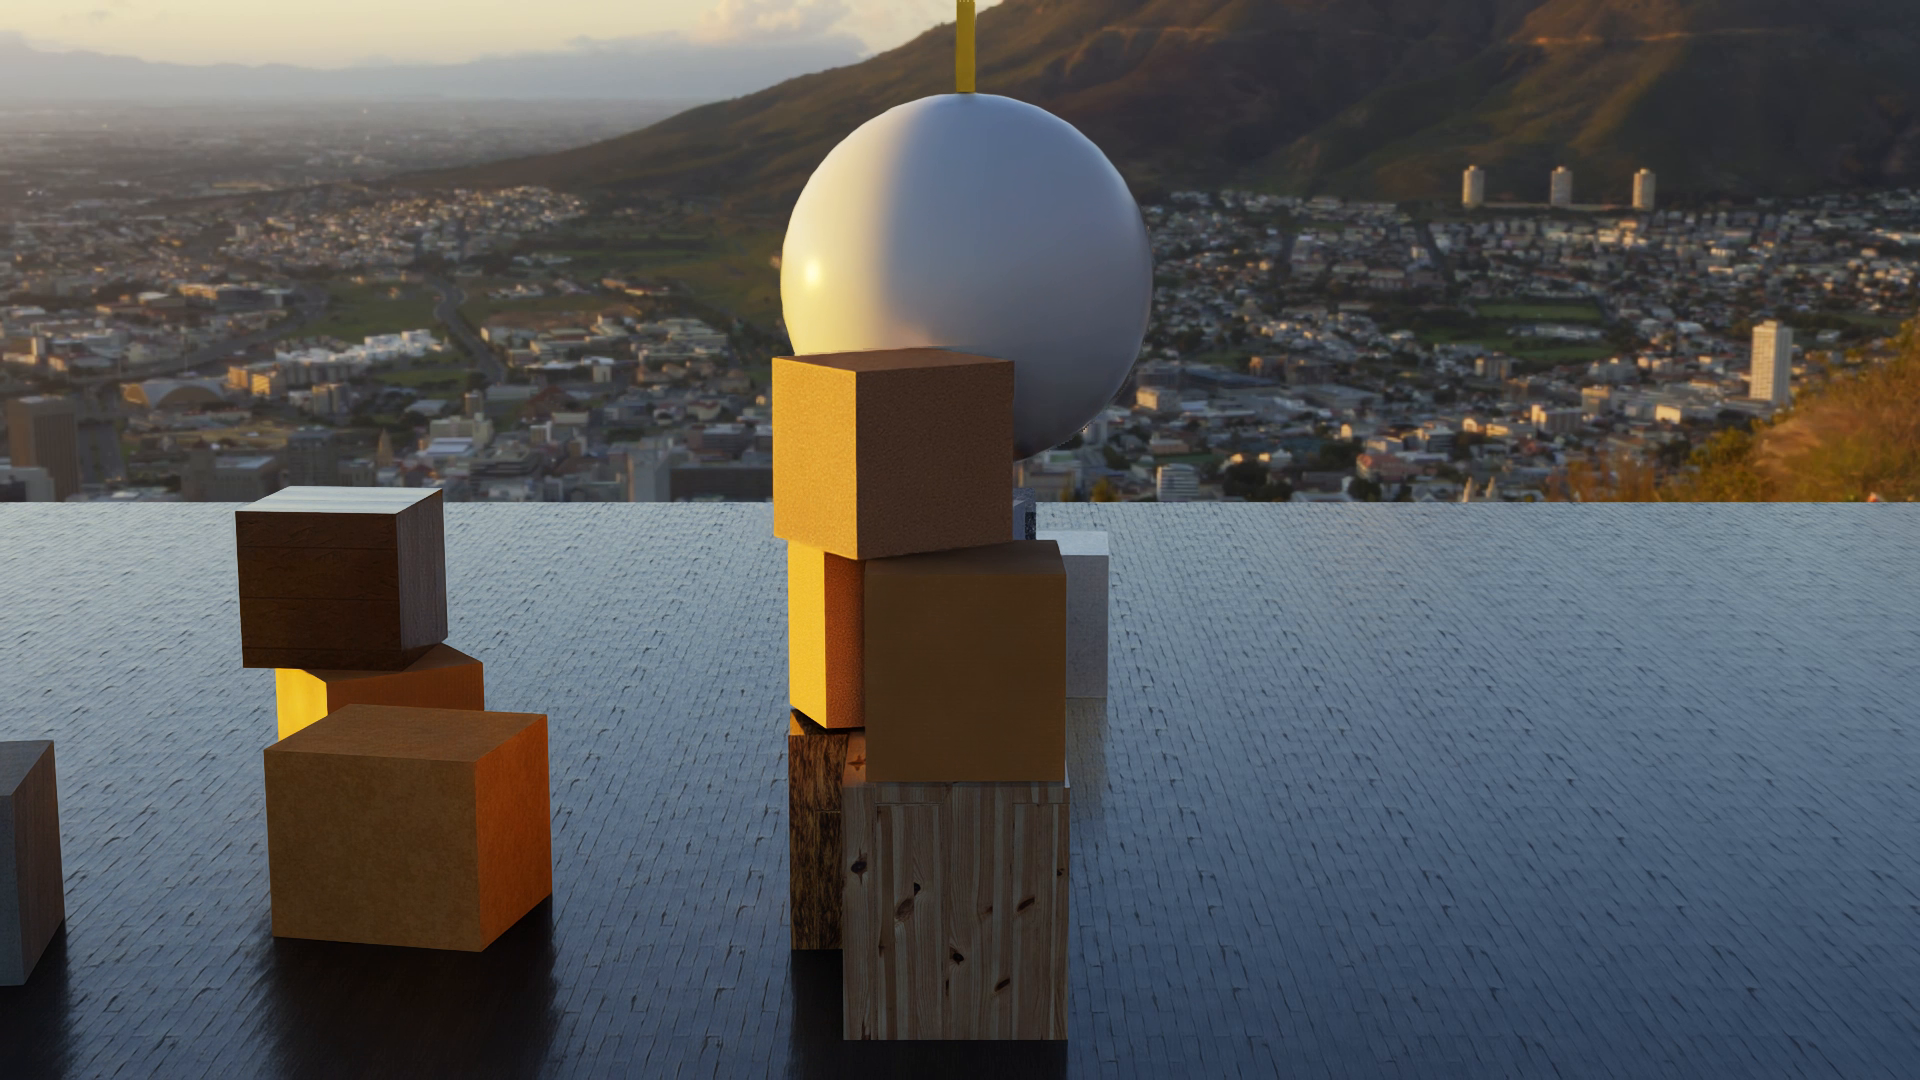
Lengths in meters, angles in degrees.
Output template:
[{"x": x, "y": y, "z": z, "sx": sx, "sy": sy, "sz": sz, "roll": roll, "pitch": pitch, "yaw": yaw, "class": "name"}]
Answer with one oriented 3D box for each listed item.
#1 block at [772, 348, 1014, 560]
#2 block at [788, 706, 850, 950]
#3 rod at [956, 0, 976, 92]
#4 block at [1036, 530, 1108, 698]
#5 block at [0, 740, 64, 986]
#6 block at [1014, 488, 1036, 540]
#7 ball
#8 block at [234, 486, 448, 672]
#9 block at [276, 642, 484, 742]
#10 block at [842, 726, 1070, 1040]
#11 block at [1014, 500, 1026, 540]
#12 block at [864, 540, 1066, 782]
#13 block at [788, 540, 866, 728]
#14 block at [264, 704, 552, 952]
[{"x": -0.260, "y": -0.347, "z": 9.856, "sx": 0.699, "sy": 0.698, "sz": 0.626, "roll": -6, "pitch": 12, "yaw": -33, "class": "block"}, {"x": -0.250, "y": 1.147, "z": 10.752, "sx": 0.899, "sy": 0.897, "sz": 0.811, "roll": 0, "pitch": 10, "yaw": -2, "class": "block"}, {"x": 0.012, "y": -4.449, "z": 10.371, "sx": 0.080, "sy": 5.200, "sz": 0.080, "roll": 0, "pitch": 10, "yaw": 0, "class": "rod"}, {"x": 0.471, "y": 0.421, "z": 14.944, "sx": 0.775, "sy": 0.826, "sz": 0.762, "roll": 0, "pitch": 10, "yaw": 3, "class": "block"}, {"x": -4.191, "y": 1.298, "z": 10.287, "sx": 0.959, "sy": 0.766, "sz": 0.847, "roll": -2, "pitch": 10, "yaw": -9, "class": "block"}, {"x": 0.004, "y": 0.131, "z": 12.810, "sx": 0.742, "sy": 0.678, "sz": 0.737, "roll": 0, "pitch": 10, "yaw": 1, "class": "block"}, {"x": 0.028, "y": -1.104, "z": 10.980, "sx": 1.600, "sy": 1.600, "sz": 1.600, "roll": 0, "pitch": 10, "yaw": 0, "class": "ball"}, {"x": -3.058, "y": 0.179, "z": 12.754, "sx": 0.795, "sy": 0.775, "sz": 0.763, "roll": 1, "pitch": 10, "yaw": 5, "class": "block"}, {"x": -2.881, "y": 0.905, "z": 12.758, "sx": 0.793, "sy": 0.655, "sz": 0.756, "roll": -7, "pitch": 12, "yaw": -32, "class": "block"}, {"x": -0.017, "y": 1.279, "z": 9.847, "sx": 0.826, "sy": 0.961, "sz": 0.991, "roll": 0, "pitch": 10, "yaw": 0, "class": "block"}, {"x": -0.223, "y": 0.248, "z": 11.922, "sx": 0.811, "sy": 0.776, "sz": 0.902, "roll": 4, "pitch": 11, "yaw": 19, "class": "block"}, {"x": 0.015, "y": 0.440, "z": 9.628, "sx": 0.727, "sy": 0.768, "sz": 0.697, "roll": 0, "pitch": 10, "yaw": -1, "class": "block"}, {"x": -0.272, "y": 0.334, "z": 10.433, "sx": 0.721, "sy": 0.734, "sz": 0.724, "roll": -2, "pitch": 5, "yaw": -15, "class": "block"}, {"x": -2.303, "y": 1.191, "z": 10.796, "sx": 0.914, "sy": 0.793, "sz": 0.797, "roll": 2, "pitch": 11, "yaw": 12, "class": "block"}]
